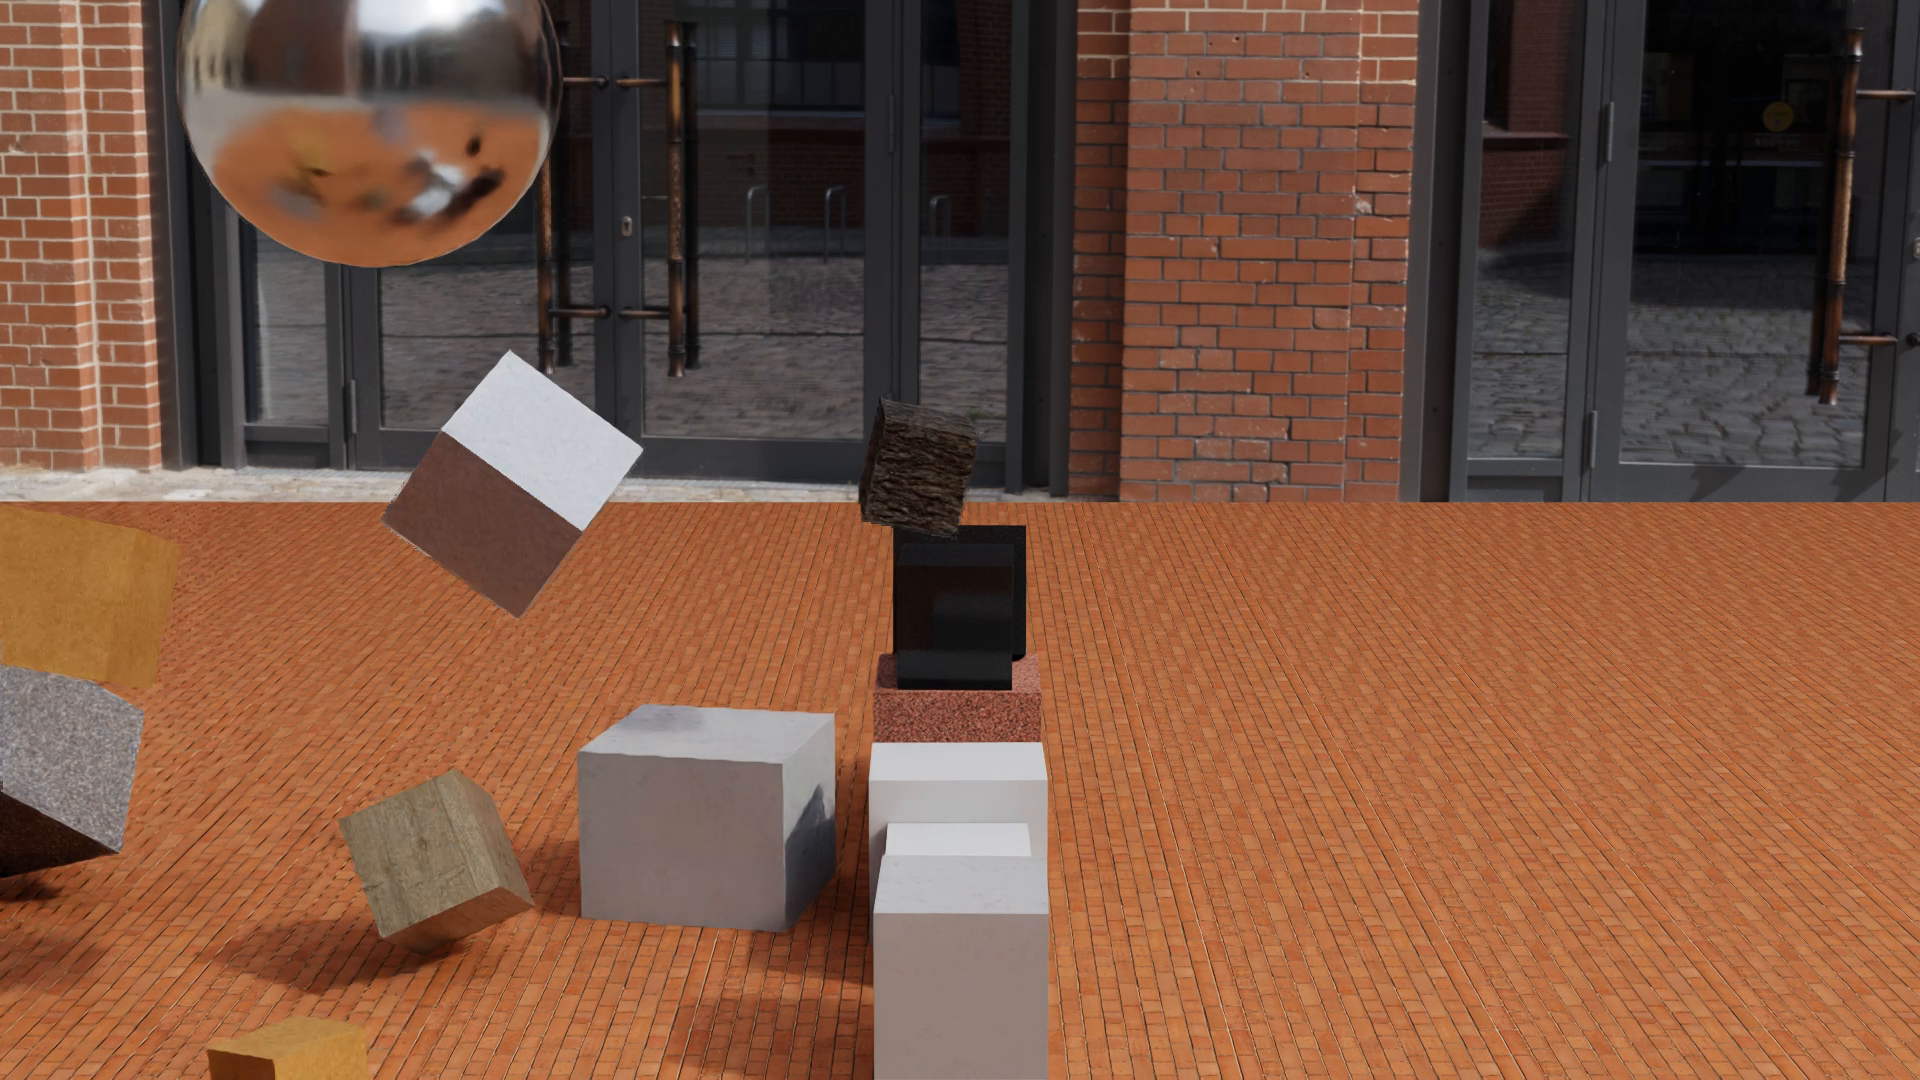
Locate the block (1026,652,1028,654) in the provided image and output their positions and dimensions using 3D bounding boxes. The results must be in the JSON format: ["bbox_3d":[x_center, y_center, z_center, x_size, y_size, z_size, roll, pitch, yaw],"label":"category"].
[{"bbox_3d":[0.005,0.918,12.586,0.651,0.691,0.572,0,10,0],"label":"block"}]

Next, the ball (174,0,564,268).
[{"bbox_3d":[-2.482,-1.953,10.825,1.600,1.600,1.600,0,10,0],"label":"ball"}]

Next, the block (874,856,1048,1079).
[{"bbox_3d":[0.009,1.550,9.146,0.600,0.678,0.658,0,10,1],"label":"block"}]

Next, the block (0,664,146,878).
[{"bbox_3d":[-4.101,0.946,10.921,0.781,0.664,0.807,-13,-32,22],"label":"block"}]

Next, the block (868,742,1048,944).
[{"bbox_3d":[-0.009,1.258,10.711,0.723,0.693,0.595,0,10,0],"label":"block"}]

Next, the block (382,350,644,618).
[{"bbox_3d":[-1.547,-0.192,8.888,0.575,0.544,0.494,37,42,-7],"label":"block"}]

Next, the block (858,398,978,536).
[{"bbox_3d":[-0.176,-0.298,10.452,0.378,0.416,0.395,11,14,-8],"label":"block"}]

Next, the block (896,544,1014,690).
[{"bbox_3d":[-0.016,0.346,11.727,0.513,0.568,0.555,0,10,2],"label":"block"}]

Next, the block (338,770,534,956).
[{"bbox_3d":[-2.053,1.277,10.103,0.491,0.496,0.590,-24,-16,-3],"label":"block"}]

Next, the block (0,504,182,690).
[{"bbox_3d":[-3.269,0.202,9.255,0.659,0.545,0.616,10,-7,-1],"label":"block"}]

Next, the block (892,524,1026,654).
[{"bbox_3d":[0.002,0.244,12.350,0.626,0.608,0.580,0,-2,1],"label":"block"}]

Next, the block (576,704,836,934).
[{"bbox_3d":[-1.072,1.180,11.041,0.887,0.727,0.839,2,11,12],"label":"block"}]

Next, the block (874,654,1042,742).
[{"bbox_3d":[-0.009,0.996,11.914,0.752,0.778,0.770,0,10,0],"label":"block"}]

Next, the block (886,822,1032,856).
[{"bbox_3d":[-0.008,1.445,10.177,0.566,0.515,0.513,0,10,0],"label":"block"}]

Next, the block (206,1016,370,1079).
[{"bbox_3d":[-2.232,1.816,8.562,0.336,0.327,0.379,0,8,36],"label":"block"}]
